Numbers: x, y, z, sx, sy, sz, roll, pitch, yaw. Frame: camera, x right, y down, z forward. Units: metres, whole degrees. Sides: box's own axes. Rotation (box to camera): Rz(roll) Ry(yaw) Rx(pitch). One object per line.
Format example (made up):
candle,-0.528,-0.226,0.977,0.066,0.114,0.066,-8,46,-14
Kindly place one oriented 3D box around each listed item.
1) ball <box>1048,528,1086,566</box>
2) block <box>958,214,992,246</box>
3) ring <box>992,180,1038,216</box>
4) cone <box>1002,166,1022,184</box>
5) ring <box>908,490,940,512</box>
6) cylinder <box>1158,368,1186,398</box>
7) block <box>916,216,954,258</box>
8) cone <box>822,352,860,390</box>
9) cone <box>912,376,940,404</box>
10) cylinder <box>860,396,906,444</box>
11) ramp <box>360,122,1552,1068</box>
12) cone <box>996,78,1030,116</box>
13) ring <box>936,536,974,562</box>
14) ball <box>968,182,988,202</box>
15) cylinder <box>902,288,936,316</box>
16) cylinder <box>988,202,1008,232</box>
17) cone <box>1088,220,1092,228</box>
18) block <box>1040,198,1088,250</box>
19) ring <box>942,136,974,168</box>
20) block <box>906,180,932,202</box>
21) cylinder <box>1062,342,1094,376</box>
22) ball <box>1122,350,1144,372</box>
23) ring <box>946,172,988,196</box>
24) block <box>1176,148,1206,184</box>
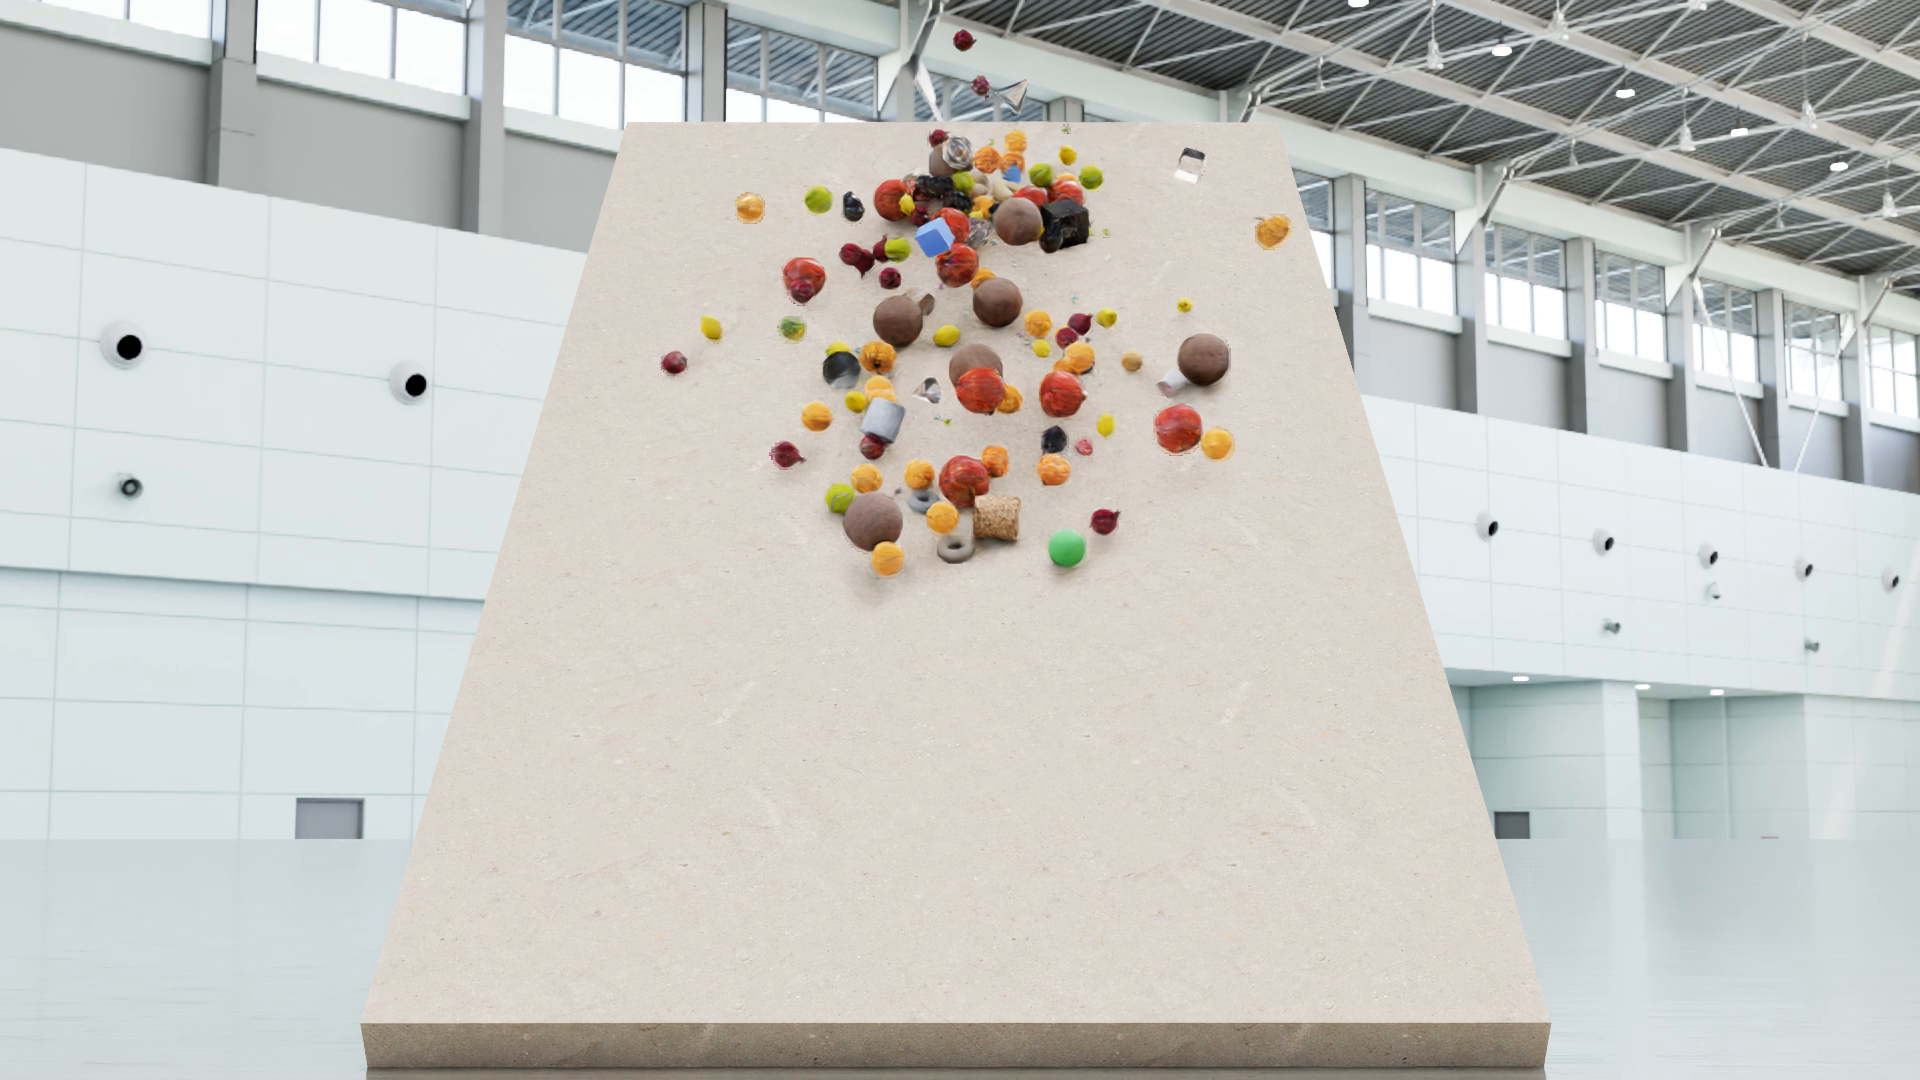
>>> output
ball,0.232,0.017,5.308,0.082,0.082,0.082,0,-7,0
block,0.041,-0.851,6.694,0.065,0.065,0.065,13,8,-13
ring,0.156,-0.966,6.894,0.148,0.049,0.148,24,26,-12
cone,0.139,-1.059,7.101,0.057,0.057,0.057,6,-3,-40
ring,-0.081,-0.088,5.530,0.077,0.026,0.077,1,32,-1
cylinder,0.520,-0.385,5.980,0.050,0.050,0.050,-46,16,-26
block,-0.064,-0.774,6.245,0.066,0.066,0.066,-22,27,24
cone,-0.293,-0.422,6.054,0.095,0.095,0.095,0,6,-2
cone,-0.094,-0.357,5.920,0.067,0.067,0.067,-11,-12,34
cylinder,-0.180,-0.281,5.734,0.085,0.085,0.085,21,-6,2
ramp,-0.015,-0.195,5.824,2.000,0.100,4.000,0,32,0
cone,0.169,-1.296,7.035,0.100,0.100,0.100,43,6,-5
ring,-0.011,0.019,5.354,0.084,0.028,0.084,-2,34,1
ball,0.051,-0.985,6.922,0.056,0.056,0.056,0,-7,0
cylinder,-0.107,-0.623,6.367,0.059,0.059,0.059,28,12,38
cylinder,0.107,-0.897,6.786,0.057,0.057,0.057,0,-33,2
cone,0.355,-0.883,6.810,0.050,0.050,0.050,-6,9,42
block,0.288,-0.874,6.744,0.096,0.096,0.096,-17,36,-26
ring,-0.006,-1.074,6.753,0.092,0.092,0.031,3,-1,-24
block,-0.118,-0.994,6.943,0.054,0.054,0.054,4,-1,-31
cylinder,0.296,-0.453,6.090,0.061,0.061,0.061,4,29,-28
ball,0.430,-0.447,6.090,0.055,0.055,0.055,0,-7,0
ring,0.019,-1.017,6.970,0.126,0.042,0.126,-13,-10,-2
block,0.635,-1.033,6.722,0.061,0.061,0.061,20,-41,7
